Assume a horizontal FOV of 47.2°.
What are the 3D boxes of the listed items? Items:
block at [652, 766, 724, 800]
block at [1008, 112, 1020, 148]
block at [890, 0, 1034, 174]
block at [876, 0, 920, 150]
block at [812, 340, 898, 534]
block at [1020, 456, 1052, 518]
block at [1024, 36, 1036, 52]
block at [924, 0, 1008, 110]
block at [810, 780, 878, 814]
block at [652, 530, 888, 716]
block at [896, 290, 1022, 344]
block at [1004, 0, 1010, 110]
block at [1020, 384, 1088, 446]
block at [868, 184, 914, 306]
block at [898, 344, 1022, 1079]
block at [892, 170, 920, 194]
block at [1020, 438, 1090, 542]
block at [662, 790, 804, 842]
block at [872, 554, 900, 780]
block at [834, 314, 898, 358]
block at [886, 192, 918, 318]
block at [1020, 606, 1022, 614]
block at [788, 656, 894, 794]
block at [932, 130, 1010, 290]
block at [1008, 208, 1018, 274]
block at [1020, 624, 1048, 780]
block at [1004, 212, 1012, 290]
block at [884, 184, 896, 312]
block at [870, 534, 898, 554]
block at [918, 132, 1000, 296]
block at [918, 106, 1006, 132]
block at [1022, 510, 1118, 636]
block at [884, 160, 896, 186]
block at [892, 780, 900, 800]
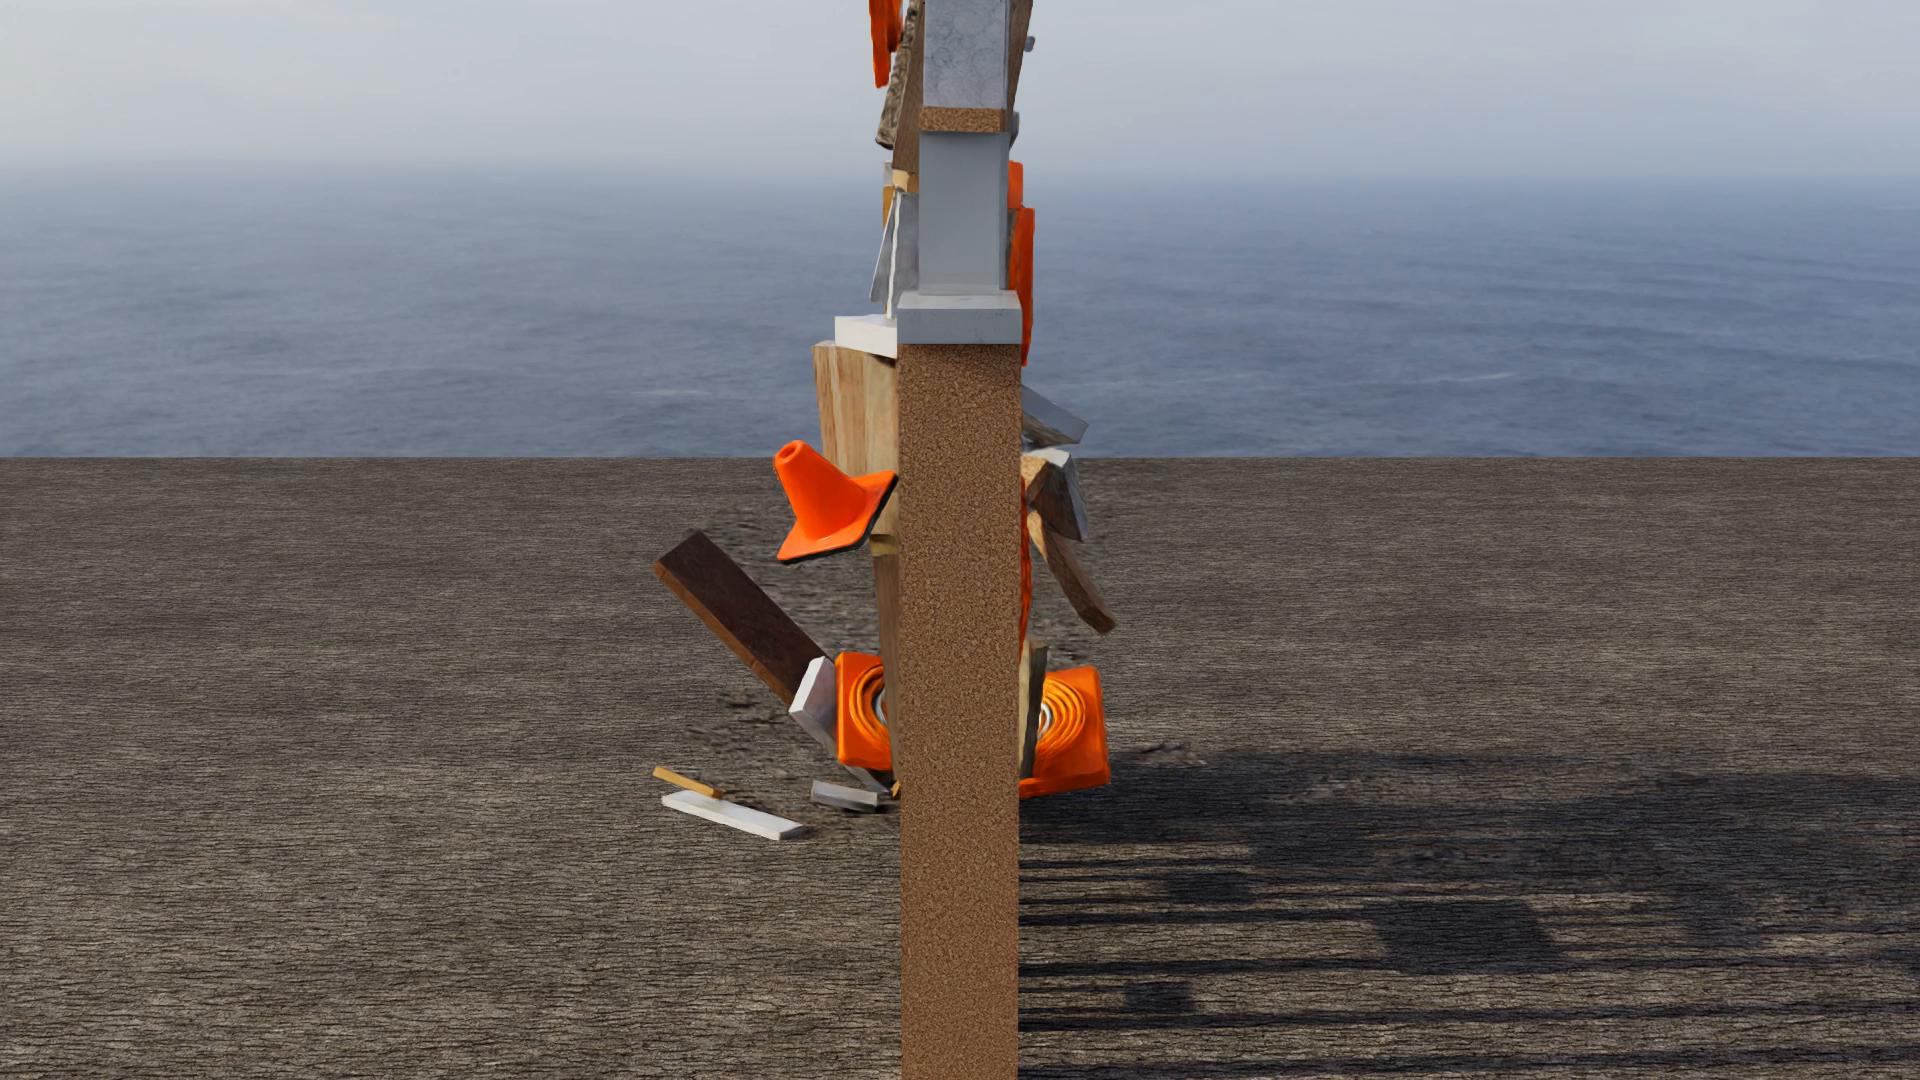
[{"bbox_3d":[-0.507,0.455,4.111,0.123,0.017,0.062,19,-6,15],"label":"block"},{"bbox_3d":[0.030,-0.717,3.893,0.126,0.036,0.253,2,-1,-4],"label":"block"},{"bbox_3d":[0.007,-0.701,3.231,0.161,0.338,0.046,10,14,-6],"label":"block"},{"bbox_3d":[-0.017,-0.774,3.501,0.161,0.322,0.046,13,-2,27],"label":"block"},{"bbox_3d":[-0.145,-0.164,3.538,0.154,0.309,0.044,4,20,27],"label":"block"},{"bbox_3d":[0.060,-0.063,3.950,0.116,0.033,0.232,9,49,35],"label":"block"},{"bbox_3d":[0.052,-0.832,3.616,0.091,0.026,0.183,19,14,16],"label":"block"},{"bbox_3d":[0.008,-0.681,2.916,0.106,0.212,0.030,2,11,3],"label":"block"},{"bbox_3d":[-0.217,0.482,4.125,0.123,0.017,0.062,12,15,-3],"label":"block"},{"bbox_3d":[-0.353,0.227,4.357,0.600,0.037,0.130,44,47,7],"label":"block"},{"bbox_3d":[-0.001,-0.293,2.880,0.155,0.044,0.310,0,11,0],"label":"block"},{"bbox_3d":[0.016,-0.707,3.055,0.106,0.212,0.030,2,11,2],"label":"block"},{"bbox_3d":[0.075,-0.256,3.962,0.290,0.041,0.145,29,-12,-23],"label":"block"},{"bbox_3d":[-0.076,-0.454,3.435,0.093,0.185,0.026,13,9,-8],"label":"block"},{"bbox_3d":[0.000,0.234,2.872,0.155,0.991,0.044,0,11,0],"label":"block"},{"bbox_3d":[-0.046,-0.546,3.349,0.093,0.026,0.185,6,13,-10],"label":"block"},{"bbox_3d":[0.166,-0.092,4.089,0.116,0.232,0.033,19,60,26],"label":"block"},{"bbox_3d":[-0.421,0.508,4.064,0.324,0.017,0.062,9,14,41],"label":"block"},{"bbox_3d":[-0.054,0.204,3.649,0.145,0.381,0.041,-4,11,5],"label":"block"},{"bbox_3d":[-0.060,-0.310,3.342,0.154,0.044,0.309,-6,12,-25],"label":"block"},{"bbox_3d":[-0.054,-0.426,3.311,0.093,0.185,0.026,2,15,-14],"label":"block"},{"bbox_3d":[0.026,0.069,3.912,0.096,0.192,0.027,5,52,41],"label":"block"},{"bbox_3d":[-0.209,0.354,4.183,0.037,0.259,0.130,-18,37,39],"label":"block"},{"bbox_3d":[0.009,-0.379,3.098,0.107,0.388,0.030,1,11,-2],"label":"block"},{"bbox_3d":[0.031,-0.415,3.291,0.086,0.173,0.024,6,9,-10],"label":"block"},{"bbox_3d":[0.110,0.297,4.030,0.027,0.274,0.096,-9,28,-29],"label":"block"},{"bbox_3d":[0.023,-0.337,3.173,0.086,0.278,0.024,1,10,-12],"label":"block"},{"bbox_3d":[-0.054,-0.439,3.541,0.131,0.261,0.037,5,18,16],"label":"block"},{"bbox_3d":[-0.041,-0.027,3.711,0.145,0.041,0.290,0,12,15],"label":"block"},{"bbox_3d":[-0.001,-0.435,2.934,0.107,0.214,0.030,0,10,0],"label":"block"},{"bbox_3d":[0.005,-0.571,2.985,0.107,0.030,0.214,2,11,3],"label":"block"},{"bbox_3d":[0.200,0.060,4.029,0.033,0.232,0.116,-36,-33,10],"label":"block"},{"bbox_3d":[-0.032,-0.602,3.579,0.130,0.037,0.261,4,13,10],"label":"block"},{"bbox_3d":[-0.056,0.424,4.050,0.088,0.175,0.025,11,45,-17],"label":"block"}]
